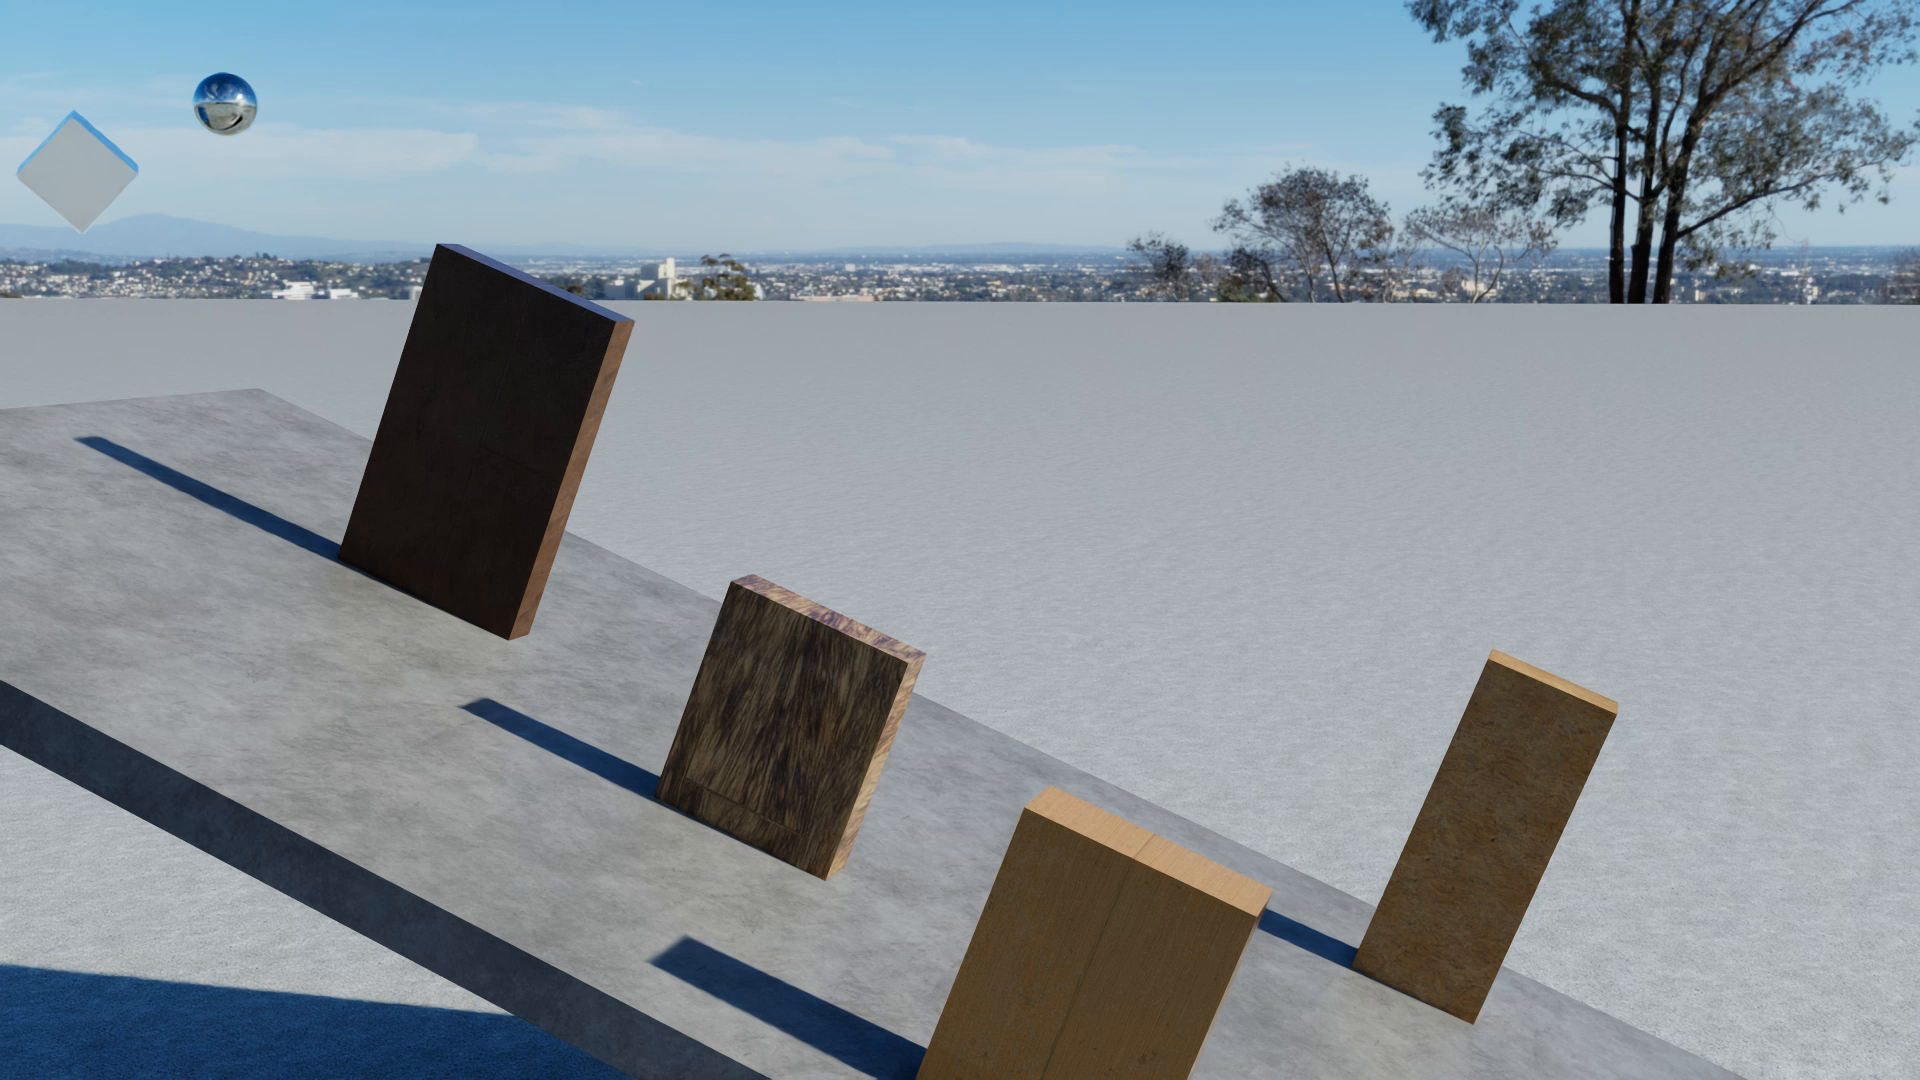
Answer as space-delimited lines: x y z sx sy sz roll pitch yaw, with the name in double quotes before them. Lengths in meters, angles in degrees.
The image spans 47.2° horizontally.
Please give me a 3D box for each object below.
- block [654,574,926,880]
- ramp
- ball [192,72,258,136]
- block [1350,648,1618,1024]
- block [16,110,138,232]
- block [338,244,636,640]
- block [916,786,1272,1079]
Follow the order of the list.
"block" -0.308 0.334 3.952 0.356 0.431 0.102 24 13 13
"ramp" -0.315 0.563 4.200 4.000 0.100 2.000 24 13 13
"ball" -1.471 -0.872 4.403 0.124 0.124 0.124 0 7 0
"block" 1.053 0.596 4.425 0.265 0.697 0.127 24 13 13
"block" -1.742 -0.730 4.343 0.158 0.158 0.158 44 -3 -26
"block" -0.976 -0.201 4.506 0.424 0.699 0.087 24 13 13
"block" 0.195 0.667 3.262 0.366 0.474 0.146 24 13 13
